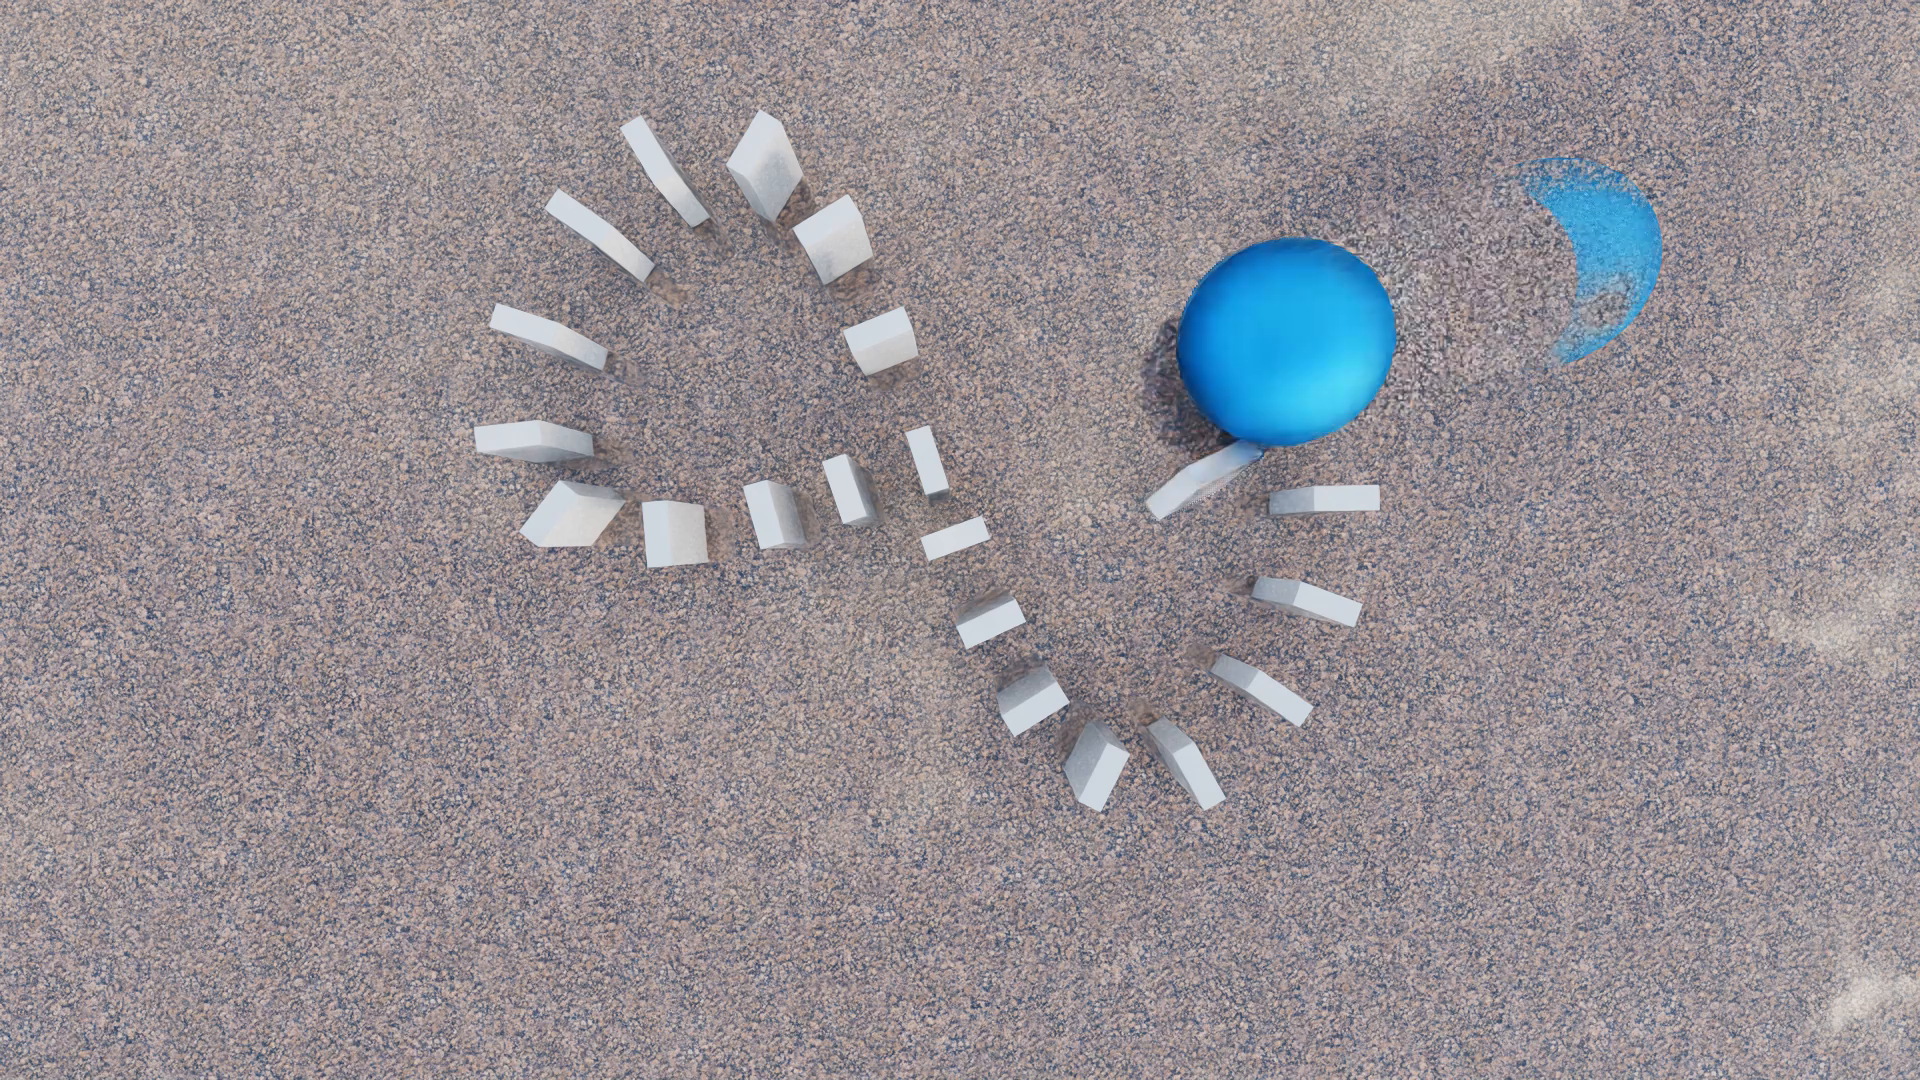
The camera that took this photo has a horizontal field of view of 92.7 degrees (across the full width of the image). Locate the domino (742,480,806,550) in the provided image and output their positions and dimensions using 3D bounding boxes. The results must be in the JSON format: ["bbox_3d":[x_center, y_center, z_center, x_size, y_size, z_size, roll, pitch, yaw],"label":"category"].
[{"bbox_3d":[-0.075,-0.010,0.375,0.009,0.050,0.025,-16,90,0],"label":"domino"}]

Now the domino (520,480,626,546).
[{"bbox_3d":[-0.157,-0.010,0.375,0.009,0.050,0.025,38,90,0],"label":"domino"}]

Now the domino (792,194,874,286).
[{"bbox_3d":[-0.051,-0.122,0.375,0.025,0.050,0.010,-32,90,0],"label":"domino"}]

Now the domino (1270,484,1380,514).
[{"bbox_3d":[0.148,-0.016,0.375,0.025,0.050,0.009,-1,90,0],"label":"domino"}]

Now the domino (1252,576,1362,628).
[{"bbox_3d":[0.140,0.025,0.375,0.025,0.050,0.009,20,90,0],"label":"domino"}]

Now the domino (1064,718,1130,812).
[{"bbox_3d":[0.055,0.091,0.375,0.010,0.050,0.025,27,90,0],"label":"domino"}]

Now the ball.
[{"bbox_3d":[0.127,-0.077,0.360,0.080,0.080,0.080,0,90,0],"label":"ball"}]

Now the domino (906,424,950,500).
[{"bbox_3d":[-0.012,-0.031,0.375,0.010,0.050,0.025,-18,90,0],"label":"domino"}]

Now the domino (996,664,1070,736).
[{"bbox_3d":[0.029,0.065,0.375,0.025,0.050,0.010,-32,90,0],"label":"domino"}]

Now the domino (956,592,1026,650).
[{"bbox_3d":[0.012,0.032,0.375,0.025,0.050,0.009,-25,90,0],"label":"domino"}]

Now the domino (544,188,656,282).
[{"bbox_3d":[-0.146,-0.123,0.375,0.025,0.050,0.010,35,90,0],"label":"domino"}]

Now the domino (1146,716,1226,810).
[{"bbox_3d":[0.091,0.090,0.375,0.010,0.050,0.025,-30,90,0],"label":"domino"}]

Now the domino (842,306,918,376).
[{"bbox_3d":[-0.031,-0.080,0.375,0.025,0.050,0.010,-22,90,0],"label":"domino"}]

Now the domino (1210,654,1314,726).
[{"bbox_3d":[0.122,0.061,0.375,0.025,0.050,0.009,35,90,0],"label":"domino"}]

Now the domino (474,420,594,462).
[{"bbox_3d":[-0.173,-0.040,0.375,0.025,0.050,0.009,-6,90,0],"label":"domino"}]

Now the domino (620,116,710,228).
[{"bbox_3d":[-0.120,-0.149,0.375,0.009,0.050,0.025,-31,90,0],"label":"domino"}]

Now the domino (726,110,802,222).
[{"bbox_3d":[-0.079,-0.151,0.375,0.009,0.050,0.025,31,90,0],"label":"domino"}]

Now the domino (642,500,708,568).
[{"bbox_3d":[-0.116,-0.002,0.375,0.010,0.050,0.025,-5,90,0],"label":"domino"}]

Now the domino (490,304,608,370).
[{"bbox_3d":[-0.167,-0.082,0.375,0.025,0.050,0.009,18,90,0],"label":"domino"}]

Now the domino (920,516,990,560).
[{"bbox_3d":[-0.002,-0.001,0.375,0.025,0.050,0.010,-20,90,0],"label":"domino"}]

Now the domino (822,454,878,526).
[{"bbox_3d":[-0.044,-0.020,0.375,0.010,0.050,0.025,-19,90,0],"label":"domino"}]

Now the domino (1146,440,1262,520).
[{"bbox_3d":[0.100,-0.026,0.374,0.050,0.025,0.009,-24,75,-41],"label":"domino"}]
